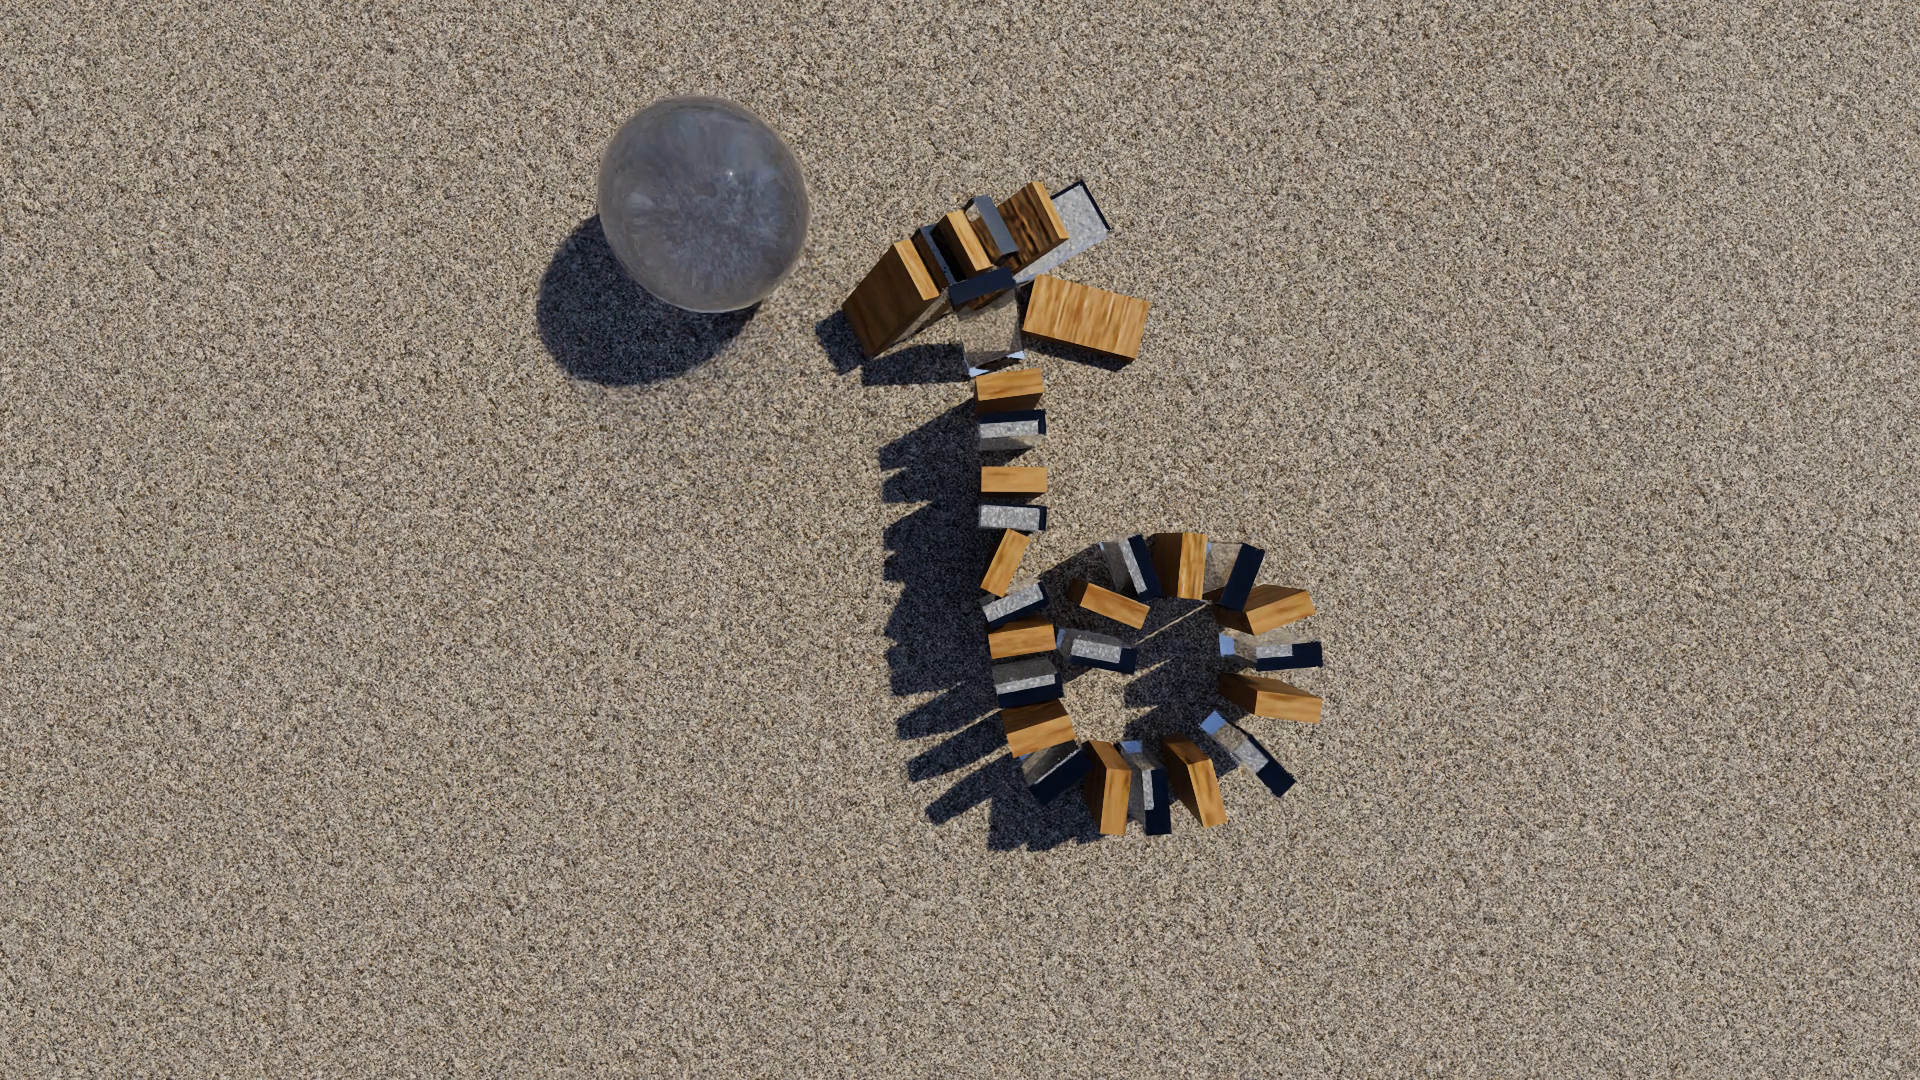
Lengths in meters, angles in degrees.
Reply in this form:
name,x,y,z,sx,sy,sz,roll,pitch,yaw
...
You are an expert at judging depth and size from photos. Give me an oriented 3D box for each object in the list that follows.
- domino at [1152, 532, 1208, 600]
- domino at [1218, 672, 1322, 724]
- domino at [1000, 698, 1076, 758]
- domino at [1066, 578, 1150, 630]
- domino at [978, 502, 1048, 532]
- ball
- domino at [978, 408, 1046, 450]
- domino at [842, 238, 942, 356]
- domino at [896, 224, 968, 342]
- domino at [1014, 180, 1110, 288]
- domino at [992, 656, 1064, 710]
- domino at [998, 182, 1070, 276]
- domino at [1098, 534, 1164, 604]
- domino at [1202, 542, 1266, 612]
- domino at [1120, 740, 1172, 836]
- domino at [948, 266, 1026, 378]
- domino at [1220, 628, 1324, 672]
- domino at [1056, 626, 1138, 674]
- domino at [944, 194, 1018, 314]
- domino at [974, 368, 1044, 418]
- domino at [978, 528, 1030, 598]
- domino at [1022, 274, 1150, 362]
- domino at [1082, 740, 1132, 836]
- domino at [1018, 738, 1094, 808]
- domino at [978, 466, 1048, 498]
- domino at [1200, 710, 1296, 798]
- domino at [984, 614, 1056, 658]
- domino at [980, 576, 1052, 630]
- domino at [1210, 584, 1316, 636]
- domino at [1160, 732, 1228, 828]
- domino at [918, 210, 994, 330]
name,x,y,z,sx,sy,sz,roll,pitch,yaw
domino,0.089,0.010,0.375,0.009,0.050,0.025,5,90,0
domino,0.126,0.064,0.375,0.025,0.050,0.009,7,90,0
domino,0.031,0.075,0.375,0.025,0.050,0.010,-17,90,0
domino,0.059,0.025,0.375,0.025,0.050,0.009,22,90,0
domino,0.021,-0.009,0.375,0.025,0.050,0.010,4,90,0
ball,-0.100,-0.130,0.360,0.080,0.080,0.080,0,90,0
domino,0.020,-0.045,0.375,0.025,0.050,0.010,-4,90,0
domino,-0.029,-0.098,0.377,0.010,0.050,0.025,-28,90,-36
domino,-0.019,-0.104,0.377,0.010,0.050,0.025,-28,90,-36
domino,0.037,-0.131,0.395,0.050,0.009,0.025,-29,90,0
domino,0.027,0.058,0.375,0.025,0.050,0.009,-11,90,0
domino,0.018,-0.123,0.381,0.050,0.010,0.025,-26,92,36
domino,0.069,0.011,0.375,0.009,0.050,0.025,-21,90,0
domino,0.108,0.014,0.375,0.009,0.050,0.025,22,90,0
domino,0.075,0.100,0.375,0.010,0.050,0.025,-5,90,0
domino,0.012,-0.088,0.375,0.025,0.050,0.009,-19,66,0
domino,0.126,0.045,0.375,0.025,0.050,0.009,-5,90,0
domino,0.055,0.045,0.375,0.025,0.050,0.009,10,90,0
domino,0.001,-0.116,0.377,0.009,0.050,0.025,-28,90,-36
domino,0.019,-0.060,0.375,0.025,0.050,0.010,-8,90,0
domino,0.017,0.009,0.375,0.009,0.050,0.025,25,90,0
domino,0.054,-0.096,0.395,0.050,0.010,0.025,14,90,0
domino,0.060,0.100,0.375,0.009,0.050,0.025,6,90,0
domino,0.038,0.091,0.375,0.025,0.050,0.009,-38,90,0
domino,0.021,-0.023,0.375,0.025,0.050,0.010,1,90,0
domino,0.117,0.087,0.375,0.010,0.050,0.025,-44,90,0
domino,0.024,0.039,0.375,0.025,0.050,0.010,-9,90,0
domino,0.022,0.025,0.375,0.025,0.050,0.009,-23,90,0
domino,0.123,0.028,0.375,0.025,0.050,0.009,-20,90,0
domino,0.095,0.097,0.375,0.009,0.050,0.025,-15,90,0
domino,-0.009,-0.110,0.377,0.010,0.050,0.025,-28,90,-36
